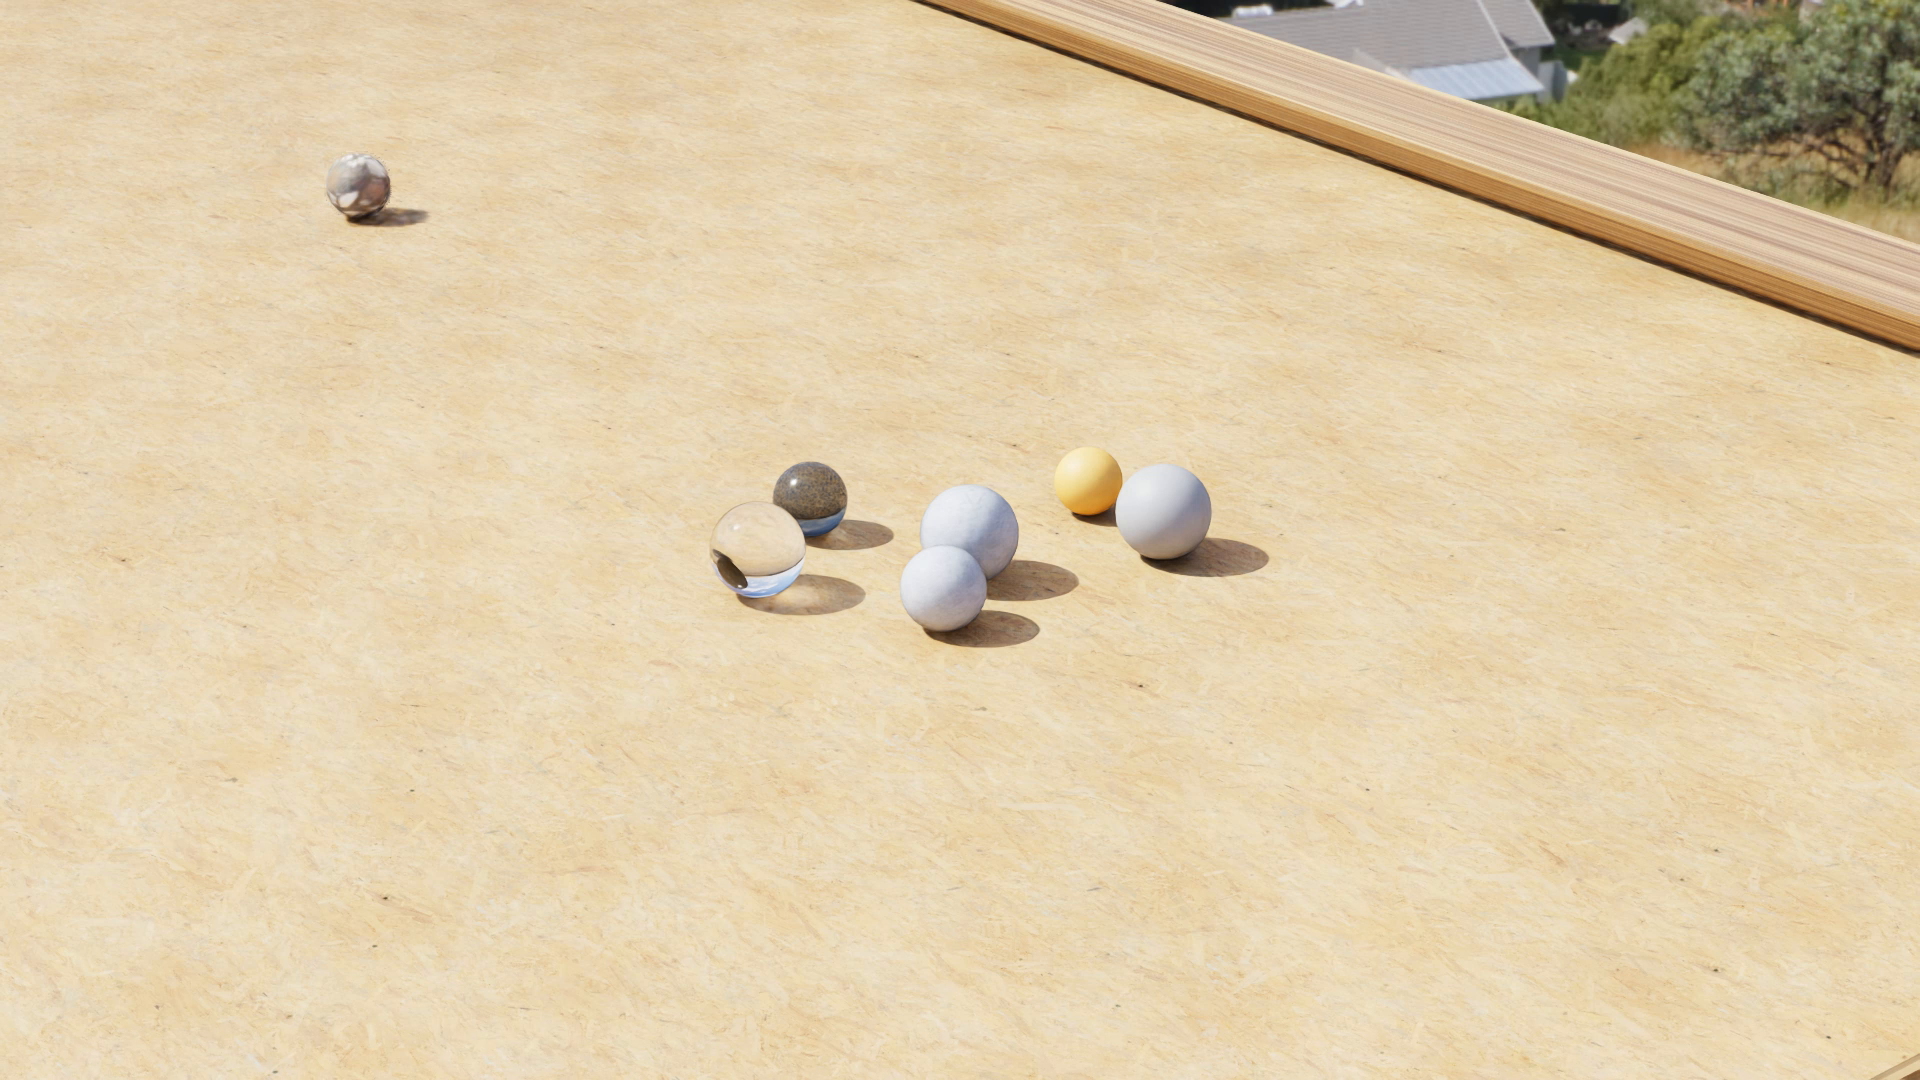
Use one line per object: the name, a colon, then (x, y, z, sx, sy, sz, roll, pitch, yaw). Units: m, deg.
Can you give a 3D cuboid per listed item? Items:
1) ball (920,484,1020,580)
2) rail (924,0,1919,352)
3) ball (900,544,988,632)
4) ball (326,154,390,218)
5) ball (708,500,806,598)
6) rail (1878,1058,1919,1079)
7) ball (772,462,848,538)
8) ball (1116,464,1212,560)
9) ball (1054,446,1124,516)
ball: (0.007, -0.005, 2.200, 0.075, 0.075, 0.075, 0, 24, 0)
rail: (0.255, -0.552, 3.375, 0.045, 0.097, 3.638, -16, 29, -32)
ball: (-0.012, 0.035, 2.127, 0.063, 0.063, 0.063, 0, 24, 0)
ball: (-0.613, -0.361, 2.995, 0.065, 0.065, 0.065, 0, 24, 0)
ball: (-0.150, 0.007, 2.178, 0.072, 0.072, 0.072, 0, 24, 0)
rail: (0.514, 0.284, 1.536, 1.968, 0.097, 0.045, -16, 29, -32)
ball: (-0.116, -0.032, 2.278, 0.059, 0.059, 0.059, 0, 24, 0)
ball: (0.155, -0.021, 2.238, 0.074, 0.074, 0.074, 0, 24, 0)
ball: (0.101, -0.046, 2.317, 0.054, 0.054, 0.054, 0, 24, 0)
